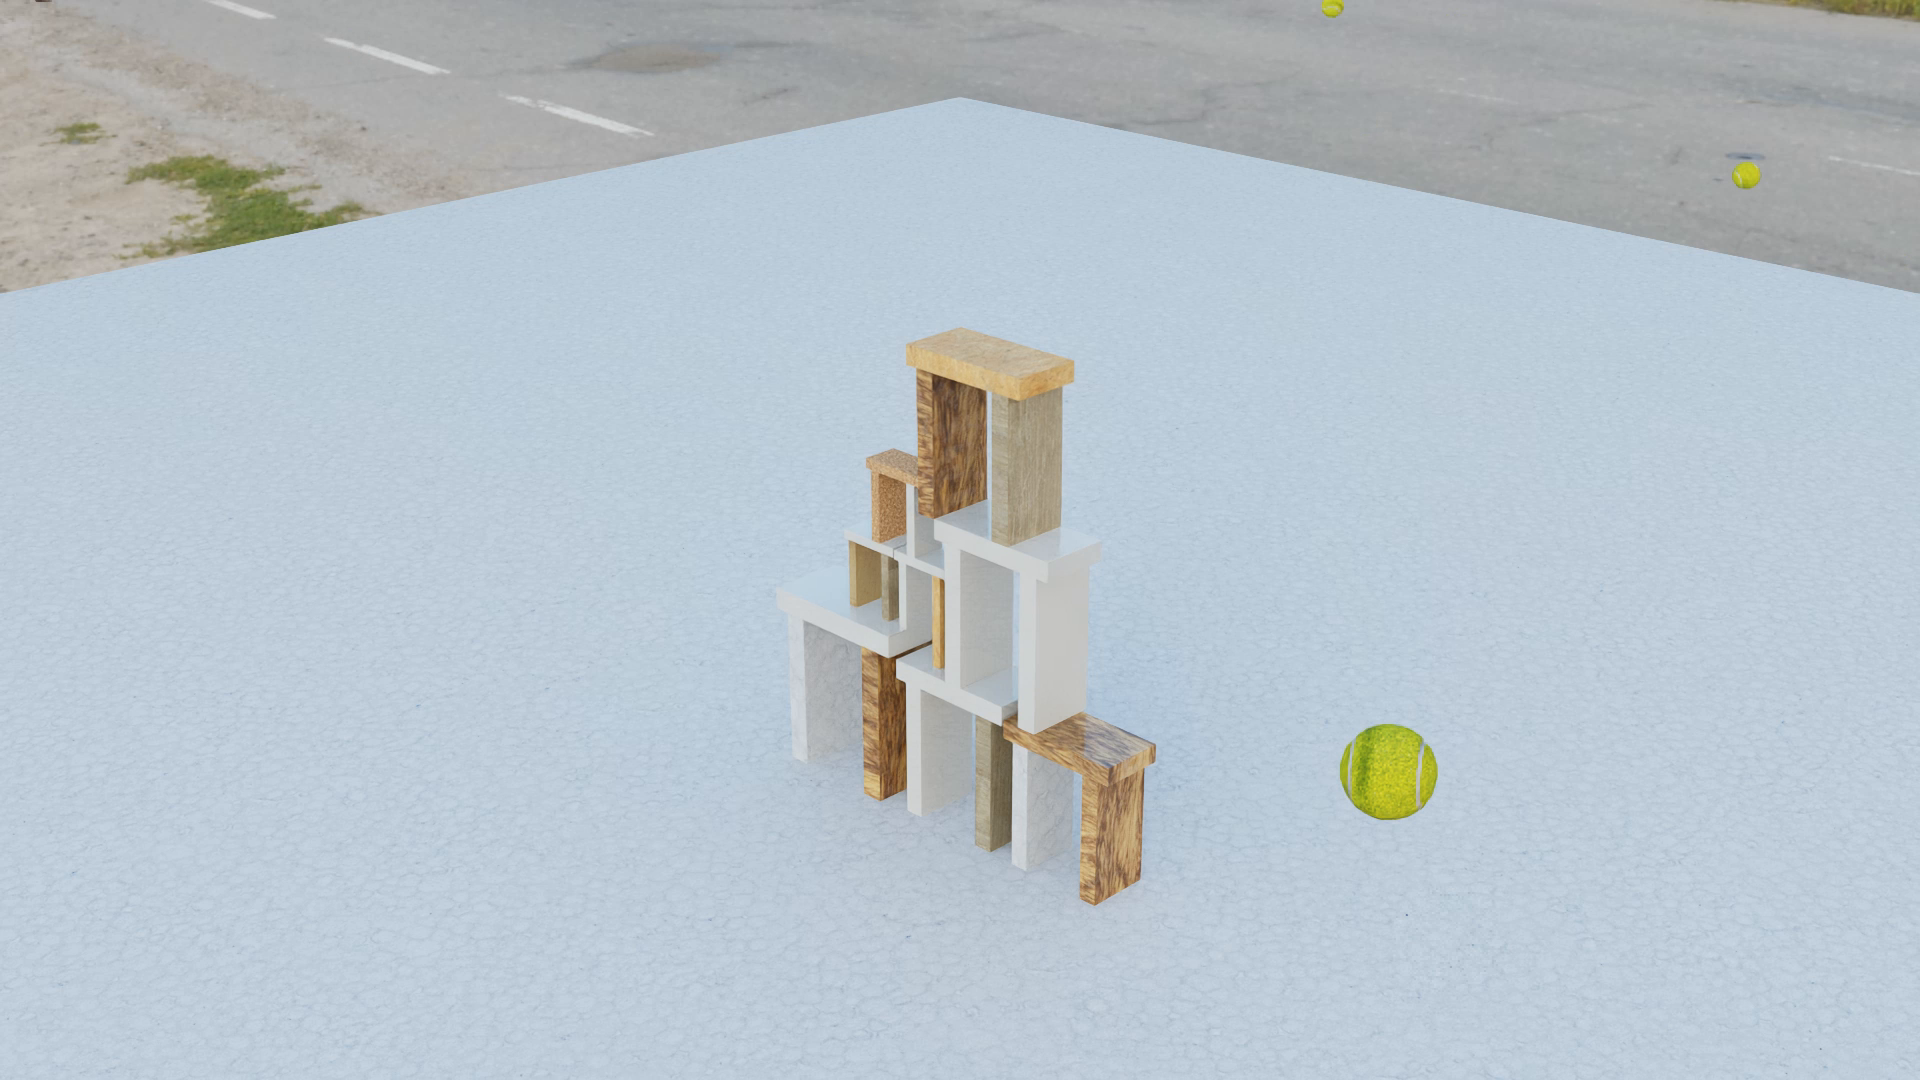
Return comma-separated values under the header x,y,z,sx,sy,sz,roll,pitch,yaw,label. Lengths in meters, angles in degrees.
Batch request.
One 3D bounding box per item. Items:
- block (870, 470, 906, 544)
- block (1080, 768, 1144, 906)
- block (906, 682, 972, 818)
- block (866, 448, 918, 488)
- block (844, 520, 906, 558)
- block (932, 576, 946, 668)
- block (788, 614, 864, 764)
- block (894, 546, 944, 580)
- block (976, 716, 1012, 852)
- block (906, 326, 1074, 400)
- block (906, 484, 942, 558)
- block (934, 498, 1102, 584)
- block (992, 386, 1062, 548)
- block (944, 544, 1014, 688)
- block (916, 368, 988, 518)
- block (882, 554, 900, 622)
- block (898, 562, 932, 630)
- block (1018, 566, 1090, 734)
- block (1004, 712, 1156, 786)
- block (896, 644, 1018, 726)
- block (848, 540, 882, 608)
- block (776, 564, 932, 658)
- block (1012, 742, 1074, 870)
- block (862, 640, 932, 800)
x,y,z,sx,sy,sz,roll,pitch,yaw,label
-0.140,-0.075,4.344,0.021,0.150,0.075,21,31,41,block
0.286,0.543,4.141,0.038,0.266,0.133,21,31,41,block
-0.041,0.401,4.445,0.041,0.290,0.145,21,31,41,block
-0.104,-0.141,4.278,0.075,0.021,0.150,-21,31,-41,block
-0.157,-0.004,4.394,0.072,0.020,0.143,-21,31,-41,block
-0.021,0.151,4.308,0.071,0.196,0.020,-21,31,-41,block
-0.280,0.288,4.650,0.048,0.337,0.168,21,31,41,block
-0.055,0.038,4.297,0.071,0.020,0.142,-21,31,-41,block
0.096,0.454,4.319,0.041,0.290,0.145,21,31,41,block
0.053,-0.325,4.030,0.290,0.041,0.145,21,31,41,block
-0.069,-0.047,4.279,0.075,0.151,0.021,-21,31,-40,block
0.106,-0.001,4.113,0.292,0.041,0.146,21,31,41,block
0.123,-0.146,4.030,0.041,0.290,0.145,21,31,41,block
0.037,0.126,4.242,0.041,0.293,0.146,21,31,41,block
-0.014,-0.199,4.157,0.041,0.290,0.145,21,30,41,block
-0.124,0.084,4.395,0.072,0.143,0.020,-21,31,-41,block
-0.088,0.100,4.359,0.071,0.142,0.020,-21,31,-41,block
0.176,0.192,4.120,0.146,0.319,0.041,-21,31,-41,block
0.223,0.378,4.139,0.133,0.038,0.266,-21,31,-40,block
0.027,0.275,4.317,0.290,0.041,0.145,21,31,41,block
-0.191,0.058,4.457,0.072,0.143,0.020,-21,31,-41,block
-0.200,0.142,4.502,0.337,0.048,0.168,21,31,41,block
0.161,0.494,4.256,0.038,0.266,0.133,21,31,41,block
-0.121,0.350,4.504,0.048,0.337,0.168,21,31,41,block
